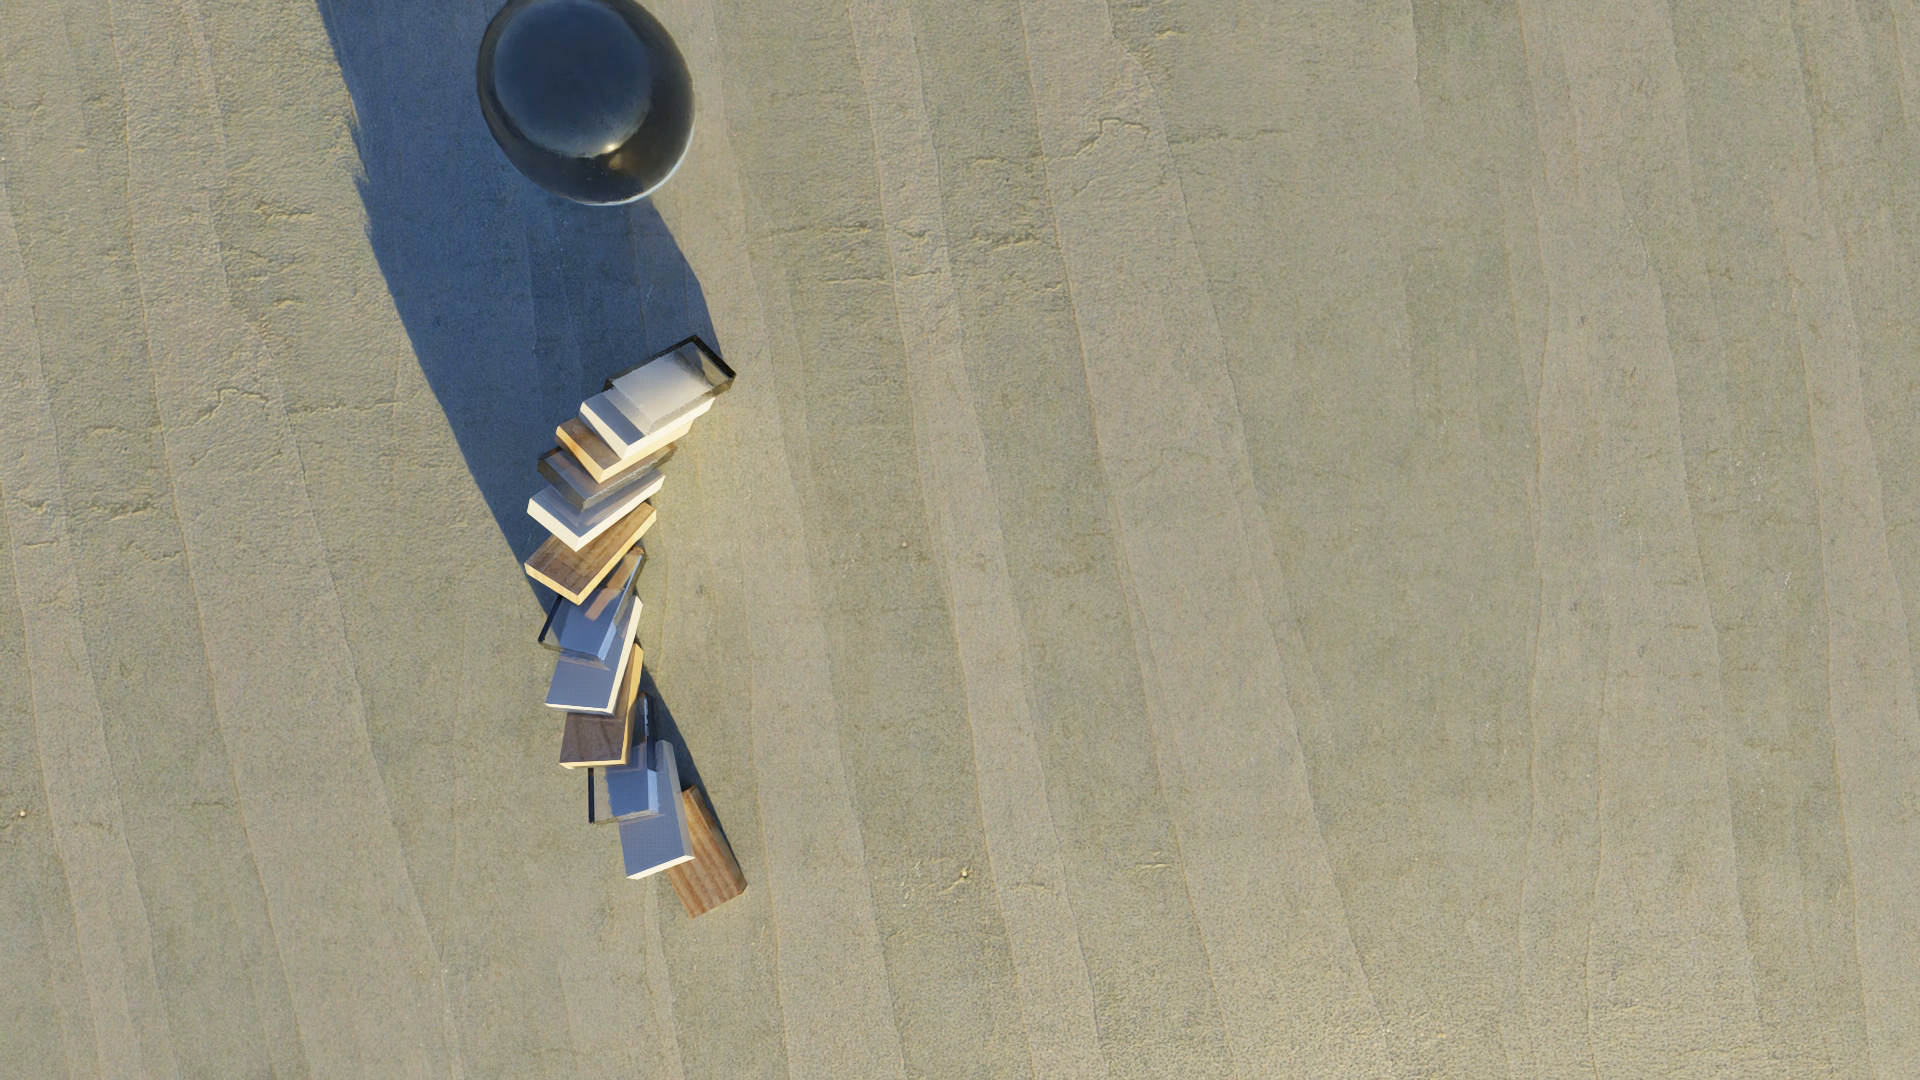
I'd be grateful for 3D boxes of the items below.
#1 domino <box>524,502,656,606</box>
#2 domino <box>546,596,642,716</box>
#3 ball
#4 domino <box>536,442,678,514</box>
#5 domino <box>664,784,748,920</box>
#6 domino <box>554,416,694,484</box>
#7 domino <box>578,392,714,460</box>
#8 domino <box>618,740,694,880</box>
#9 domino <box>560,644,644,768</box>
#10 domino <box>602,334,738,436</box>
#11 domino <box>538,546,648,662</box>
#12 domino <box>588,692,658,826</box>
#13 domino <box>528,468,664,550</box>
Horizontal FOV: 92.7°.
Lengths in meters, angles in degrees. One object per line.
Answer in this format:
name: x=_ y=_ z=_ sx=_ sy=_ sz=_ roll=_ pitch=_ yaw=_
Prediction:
domino: x=-0.153 y=0.000 z=0.382 sx=0.025 sy=0.009 sz=0.050 roll=32 pitch=56 yaw=0
domino: x=-0.153 y=0.047 z=0.384 sx=0.025 sy=0.010 sz=0.050 roll=5 pitch=63 yaw=0
ball: x=-0.145 y=-0.174 z=0.360 sx=0.080 sy=0.080 sz=0.080 roll=0 pitch=90 yaw=0
domino: x=-0.145 y=-0.034 z=0.379 sx=0.025 sy=0.050 sz=0.009 roll=45 pitch=134 yaw=1
domino: x=-0.115 y=0.134 z=0.395 sx=0.025 sy=0.010 sz=0.050 roll=-27 pitch=90 yaw=0
domino: x=-0.138 y=-0.046 z=0.379 sx=0.025 sy=0.050 sz=0.010 roll=44 pitch=134 yaw=1
domino: x=-0.129 y=-0.055 z=0.379 sx=0.025 sy=0.050 sz=0.010 roll=44 pitch=134 yaw=0
domino: x=-0.130 y=0.113 z=0.385 sx=0.025 sy=0.009 sz=0.050 roll=-21 pitch=65 yaw=0
domino: x=-0.150 y=0.069 z=0.384 sx=0.025 sy=0.010 sz=0.050 roll=-3 pitch=63 yaw=0
domino: x=-0.119 y=-0.065 z=0.379 sx=0.025 sy=0.050 sz=0.009 roll=44 pitch=134 yaw=0
domino: x=-0.153 y=0.024 z=0.384 sx=0.025 sy=0.010 sz=0.050 roll=14 pitch=63 yaw=0
domino: x=-0.142 y=0.091 z=0.385 sx=0.025 sy=0.010 sz=0.050 roll=-12 pitch=65 yaw=0
domino: x=-0.149 y=-0.019 z=0.379 sx=0.025 sy=0.050 sz=0.010 roll=39 pitch=134 yaw=0
